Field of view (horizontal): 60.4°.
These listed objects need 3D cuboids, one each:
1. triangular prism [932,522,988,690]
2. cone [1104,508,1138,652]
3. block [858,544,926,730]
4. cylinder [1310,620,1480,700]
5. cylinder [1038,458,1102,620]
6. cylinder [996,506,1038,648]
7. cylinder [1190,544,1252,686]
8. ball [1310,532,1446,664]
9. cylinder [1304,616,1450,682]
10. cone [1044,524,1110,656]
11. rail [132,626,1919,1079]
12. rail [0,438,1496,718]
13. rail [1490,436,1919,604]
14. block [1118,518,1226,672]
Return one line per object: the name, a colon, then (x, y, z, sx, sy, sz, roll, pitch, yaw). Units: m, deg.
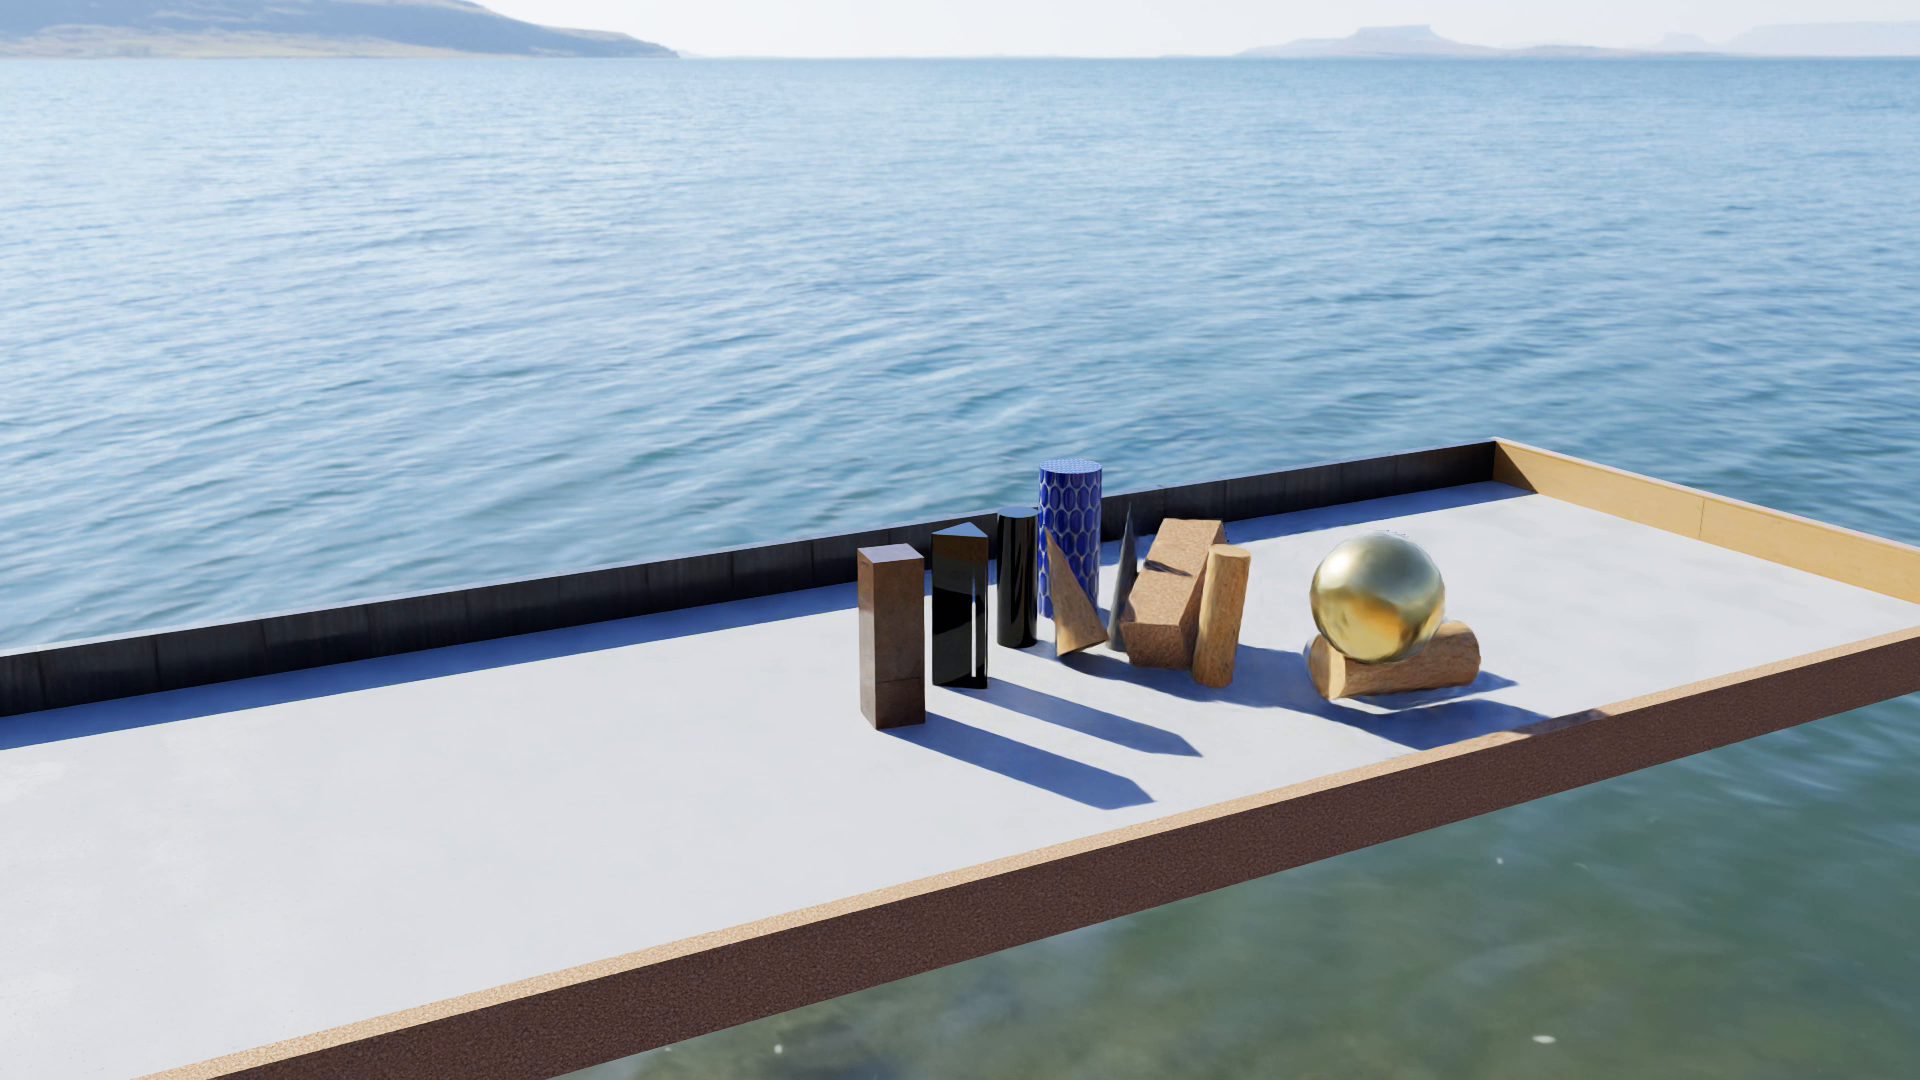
triangular prism: (0.011, 0.161, 4.109, 0.138, 0.394, 0.120, 3, 17, 12)
cone: (0.442, 0.091, 4.342, 0.110, 0.397, 0.110, 0, 16, 0)
block: (-0.160, 0.226, 3.863, 0.122, 0.408, 0.122, -6, 17, -19)
cylinder: (1.041, 0.287, 3.952, 0.369, 0.160, 0.160, -4, 17, -18)
cylinder: (0.305, -0.001, 4.609, 0.174, 0.423, 0.174, 0, 16, 0)
cylinder: (0.152, 0.099, 4.377, 0.109, 0.361, 0.109, 0, 16, 0)
cylinder: (0.649, 0.188, 4.102, 0.104, 0.337, 0.104, 6, 16, -2)
ball: (0.948, 0.133, 3.749, 0.301, 0.301, 0.301, 0, 16, 0)
cylinder: (1.066, 0.278, 4.174, 0.385, 0.131, 0.131, -8, 18, -25)
cone: (0.272, 0.119, 4.298, 0.146, 0.341, 0.146, -17, -8, -3)
rail: (-2.336, 1.006, 1.665, 12.000, 0.150, 0.050, -9, 18, -27)
rail: (-3.305, 0.497, 3.399, 12.000, 0.150, 0.050, -9, 18, -27)
rail: (2.466, -0.048, 5.253, 0.050, 0.150, 2.100, -9, 18, -27)
block: (0.564, 0.137, 4.298, 0.160, 0.160, 0.401, 3, 42, 27)
